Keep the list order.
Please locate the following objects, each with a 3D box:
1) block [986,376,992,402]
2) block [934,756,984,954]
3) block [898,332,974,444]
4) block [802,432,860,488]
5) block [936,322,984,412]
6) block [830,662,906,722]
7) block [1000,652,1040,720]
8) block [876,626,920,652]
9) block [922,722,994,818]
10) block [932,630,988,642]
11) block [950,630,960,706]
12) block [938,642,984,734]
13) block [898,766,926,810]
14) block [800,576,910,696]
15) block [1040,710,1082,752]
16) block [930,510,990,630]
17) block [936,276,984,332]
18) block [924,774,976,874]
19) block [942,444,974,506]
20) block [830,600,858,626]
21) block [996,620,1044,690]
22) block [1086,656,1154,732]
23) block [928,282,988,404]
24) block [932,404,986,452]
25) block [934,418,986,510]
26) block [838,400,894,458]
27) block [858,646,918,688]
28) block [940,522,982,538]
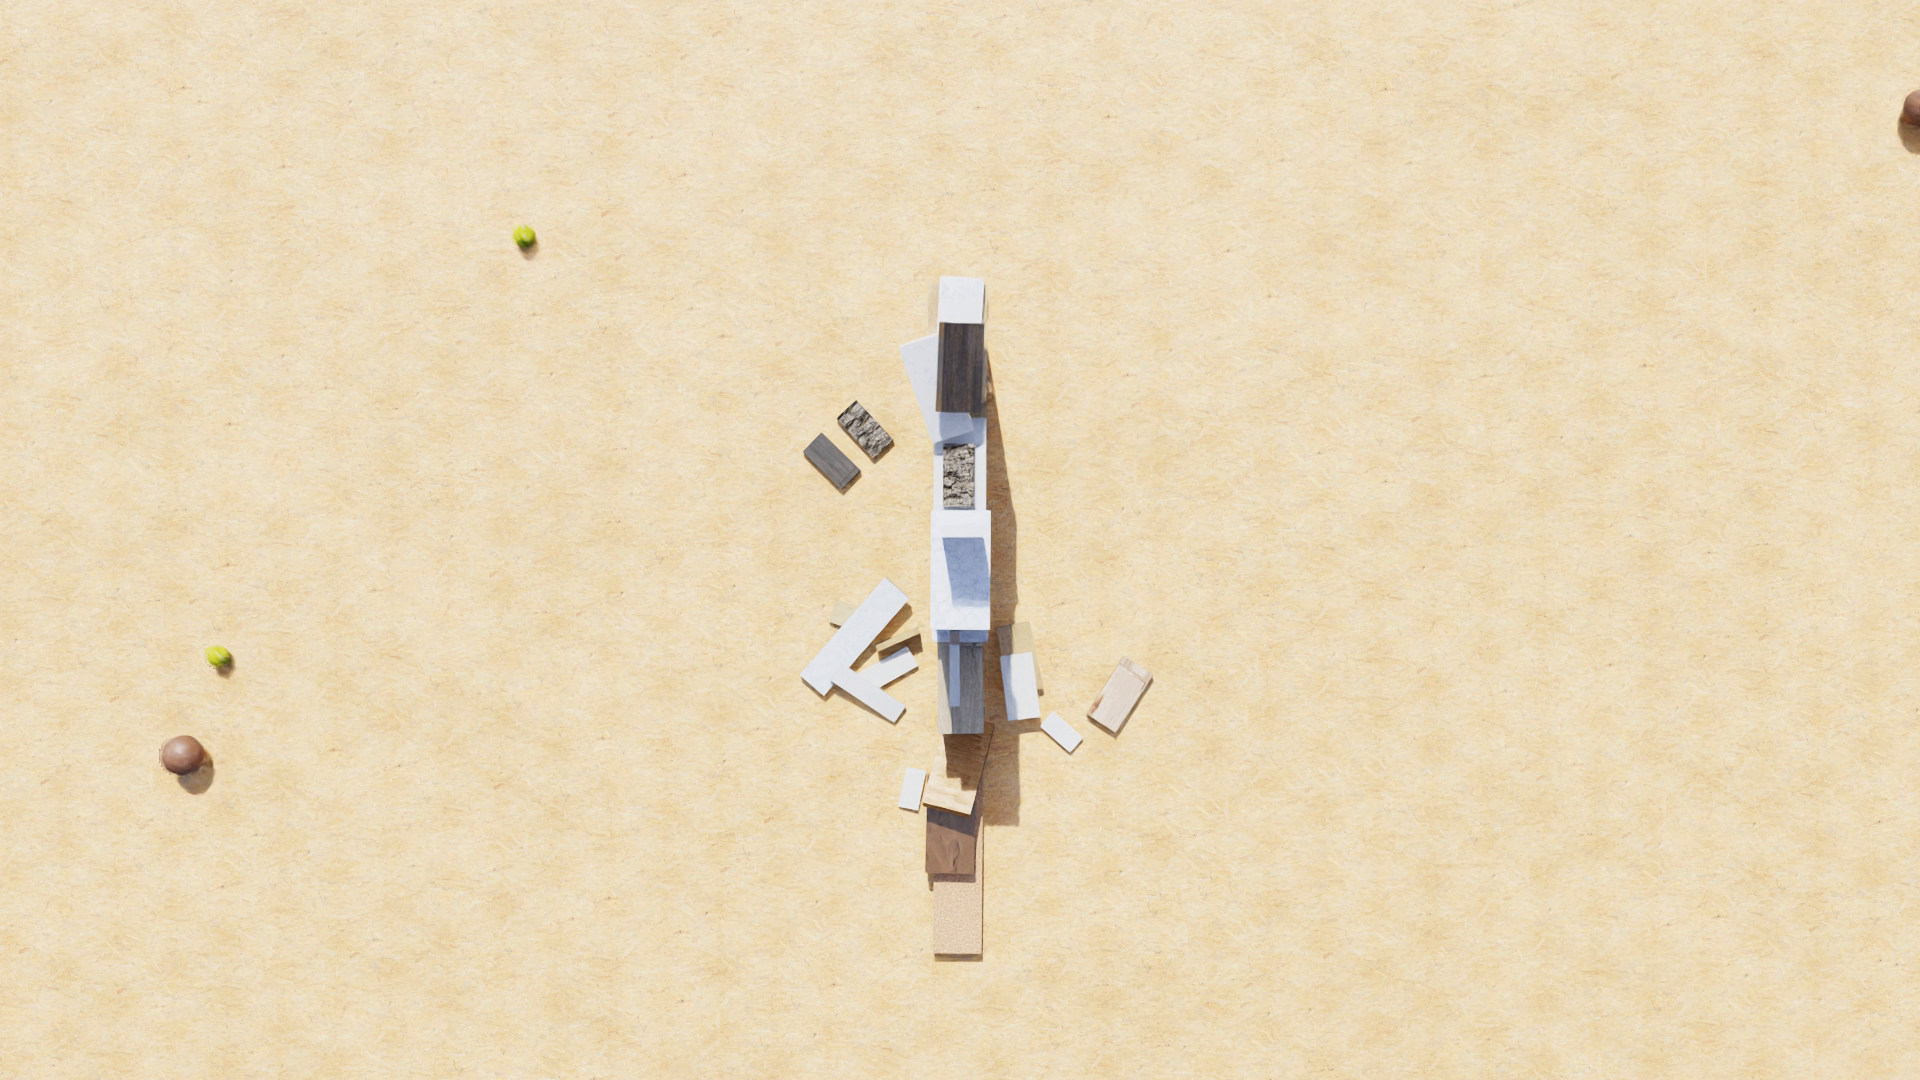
[{"bbox_3d":[0.006,-0.431,4.947,0.171,0.341,0.048,-15,90,0],"label":"block"},{"bbox_3d":[-0.006,1.043,5.477,0.160,0.045,0.648,0,90,0],"label":"block"},{"bbox_3d":[-0.066,-0.434,4.696,0.126,0.036,0.295,-18,108,6],"label":"block"},{"bbox_3d":[-0.426,-0.263,5.487,0.181,0.026,0.090,44,90,0],"label":"block"},{"bbox_3d":[0.000,-0.486,4.650,0.126,0.036,0.251,-2,99,-26],"label":"block"},{"bbox_3d":[-0.306,0.505,5.468,0.260,0.019,0.067,35,95,-9],"label":"block"},{"bbox_3d":[0.198,0.484,5.452,0.107,0.030,0.214,-7,90,0],"label":"block"},{"bbox_3d":[-0.206,0.327,5.463,0.149,0.075,0.021,-24,90,0],"label":"block"},{"bbox_3d":[-0.003,0.736,5.402,0.160,0.045,0.320,14,64,6],"label":"block"},{"bbox_3d":[0.000,0.143,5.128,0.174,0.049,0.347,0,90,0],"label":"block"},{"bbox_3d":[-0.016,0.392,5.079,0.030,0.107,0.214,0,114,0],"label":"block"},{"bbox_3d":[0.002,0.464,5.192,0.144,0.041,0.287,0,90,0],"label":"block"},{"bbox_3d":[-0.159,0.827,5.491,0.067,0.019,0.133,12,90,0],"label":"block"},{"bbox_3d":[-0.349,0.319,5.465,0.107,0.030,0.432,41,95,-2],"label":"block"},{"bbox_3d":[0.338,0.638,5.491,0.133,0.019,0.067,41,90,0],"label":"block"},{"bbox_3d":[0.001,0.086,4.739,0.170,0.048,0.340,0,90,0],"label":"block"},{"bbox_3d":[-0.001,-0.623,4.710,0.126,0.036,0.251,3,90,0],"label":"block"},{"bbox_3d":[-0.031,0.933,5.432,0.160,0.045,0.320,1,90,0],"label":"block"},{"bbox_3d":[-0.004,-0.187,4.759,0.090,0.026,0.181,0,91,0],"label":"block"},{"bbox_3d":[-0.353,0.258,5.489,0.149,0.021,0.075,17,90,0],"label":"block"},{"bbox_3d":[0.198,0.391,5.484,0.114,0.032,0.229,-12,90,0],"label":"block"},{"bbox_3d":[0.531,0.512,5.484,0.114,0.032,0.229,33,90,0],"label":"block"},{"bbox_3d":[-0.008,-0.565,4.752,0.171,0.048,0.341,1,90,0],"label":"block"},{"bbox_3d":[0.000,-0.441,5.141,0.167,0.047,0.335,0,90,0],"label":"block"},{"bbox_3d":[0.000,-0.202,4.793,0.151,0.043,0.302,0,91,0],"label":"block"},{"bbox_3d":[-0.316,-0.369,5.487,0.090,0.026,0.181,-43,90,0],"label":"block"},{"bbox_3d":[-0.252,0.438,5.489,0.218,0.021,0.075,-29,90,0],"label":"block"},{"bbox_3d":[0.004,-0.029,4.600,0.114,0.229,0.032,0,93,0],"label":"block"}]
